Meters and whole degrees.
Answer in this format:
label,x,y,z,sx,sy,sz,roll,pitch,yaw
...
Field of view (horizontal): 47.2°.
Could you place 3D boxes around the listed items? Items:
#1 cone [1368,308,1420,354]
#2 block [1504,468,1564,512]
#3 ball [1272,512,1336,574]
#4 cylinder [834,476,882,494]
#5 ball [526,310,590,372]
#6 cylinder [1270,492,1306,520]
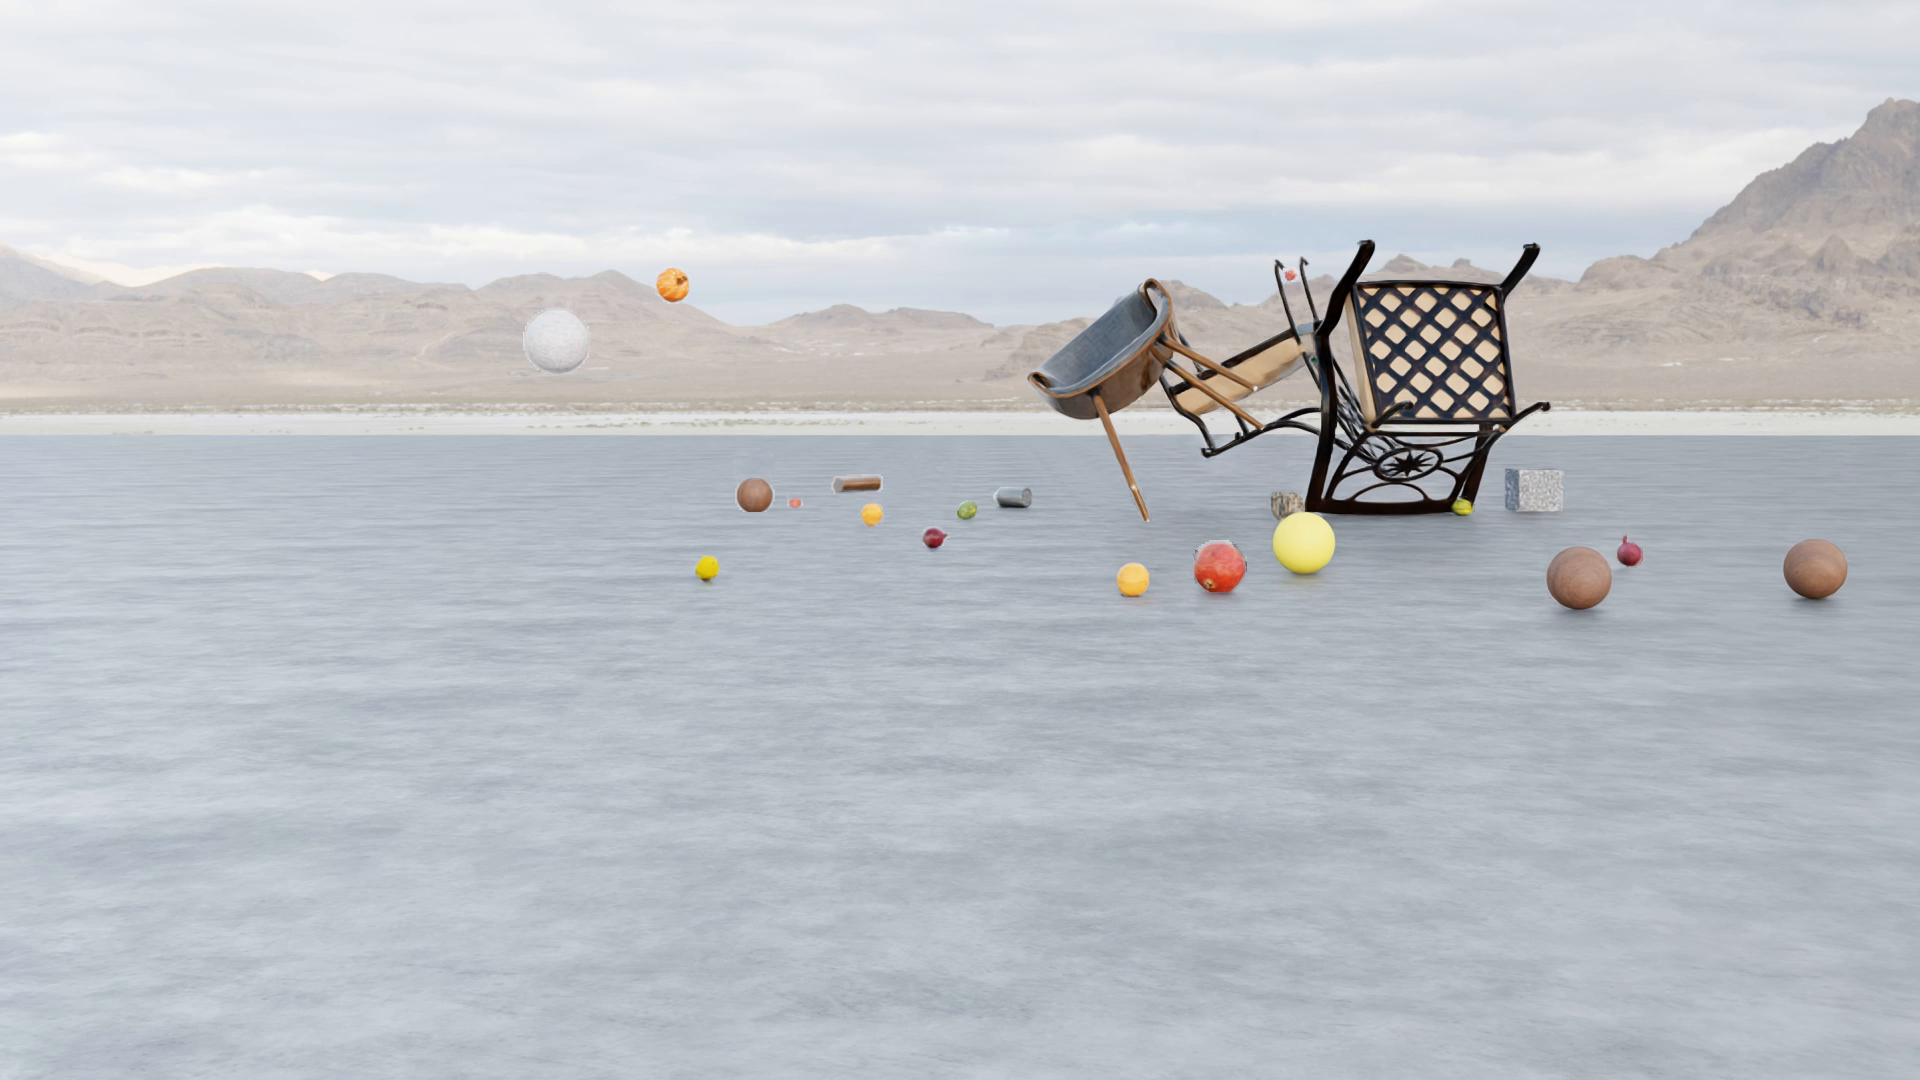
label,x,y,z,sx,sy,sz,roll,pitch,yaw
cone,1.639,-0.847,8.475,0.170,0.198,0.213,37,-2,24
block,2.134,-0.188,8.177,0.167,0.151,0.170,0,4,-3
ball,0.835,0.007,5.342,0.150,0.150,0.150,0,4,0
cylinder,-0.328,-0.178,7.021,0.125,0.048,0.122,-4,-1,-17
ball,-1.517,-0.748,8.283,0.238,0.238,0.238,0,4,0
cylinder,1.096,-0.112,7.349,0.081,0.099,0.074,2,36,48
